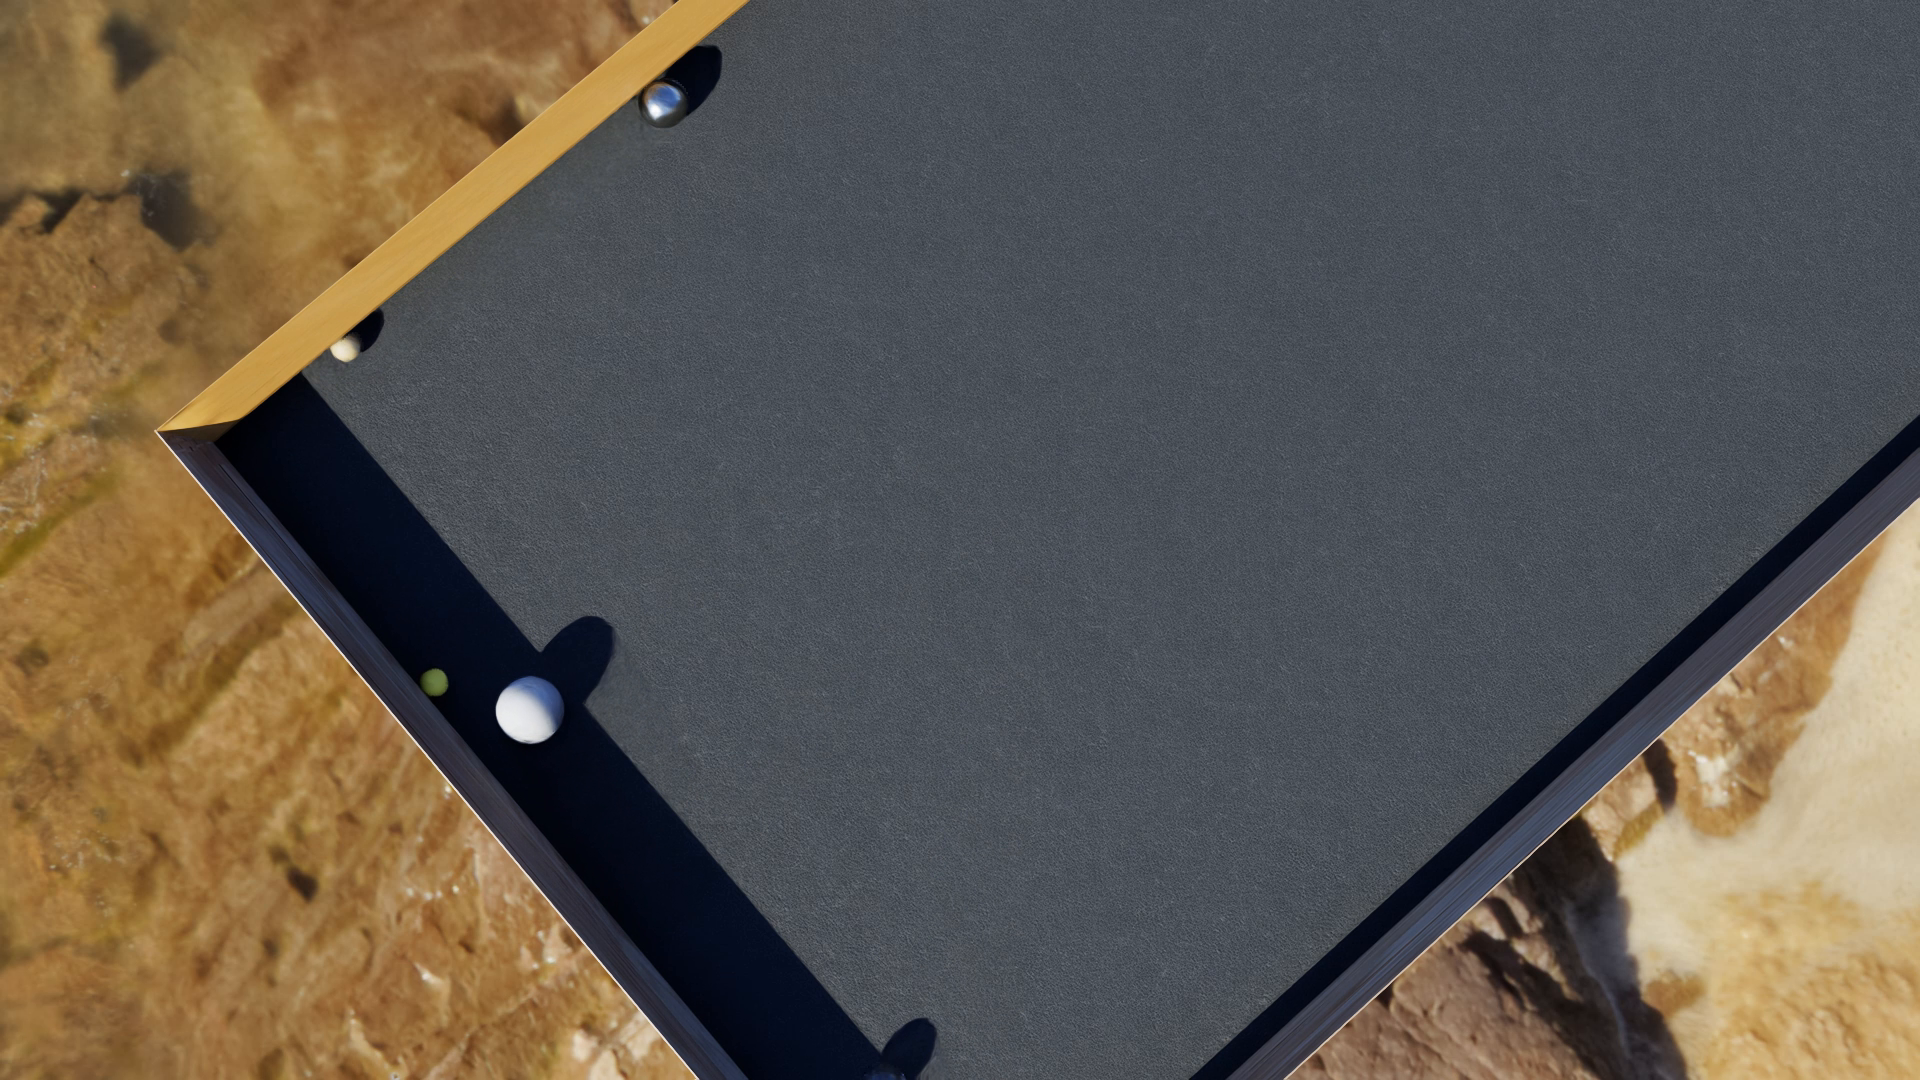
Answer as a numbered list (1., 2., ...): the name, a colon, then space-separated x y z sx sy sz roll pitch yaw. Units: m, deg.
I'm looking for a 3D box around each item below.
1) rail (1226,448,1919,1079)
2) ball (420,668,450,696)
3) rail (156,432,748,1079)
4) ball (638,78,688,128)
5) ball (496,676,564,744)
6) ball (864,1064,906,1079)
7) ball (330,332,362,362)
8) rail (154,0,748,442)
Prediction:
1. rail: 1.157 0.121 3.221 3.144 0.128 0.045 -41 84 -6
2. ball: -0.777 0.211 3.252 0.042 0.042 0.042 0 82 0
3. rail: -0.573 0.492 3.166 0.045 0.128 1.764 -41 84 -6
4. ball: -0.454 -0.668 3.366 0.076 0.076 0.076 0 82 0
5. ball: -0.629 0.249 3.218 0.099 0.099 0.099 0 82 0
6. ball: -0.109 0.785 3.155 0.065 0.065 0.065 0 82 0
7. ball: -0.928 -0.293 3.325 0.046 0.046 0.046 0 82 0
8. rail: 0.026 -1.156 3.411 3.144 0.128 0.045 -41 84 -6
